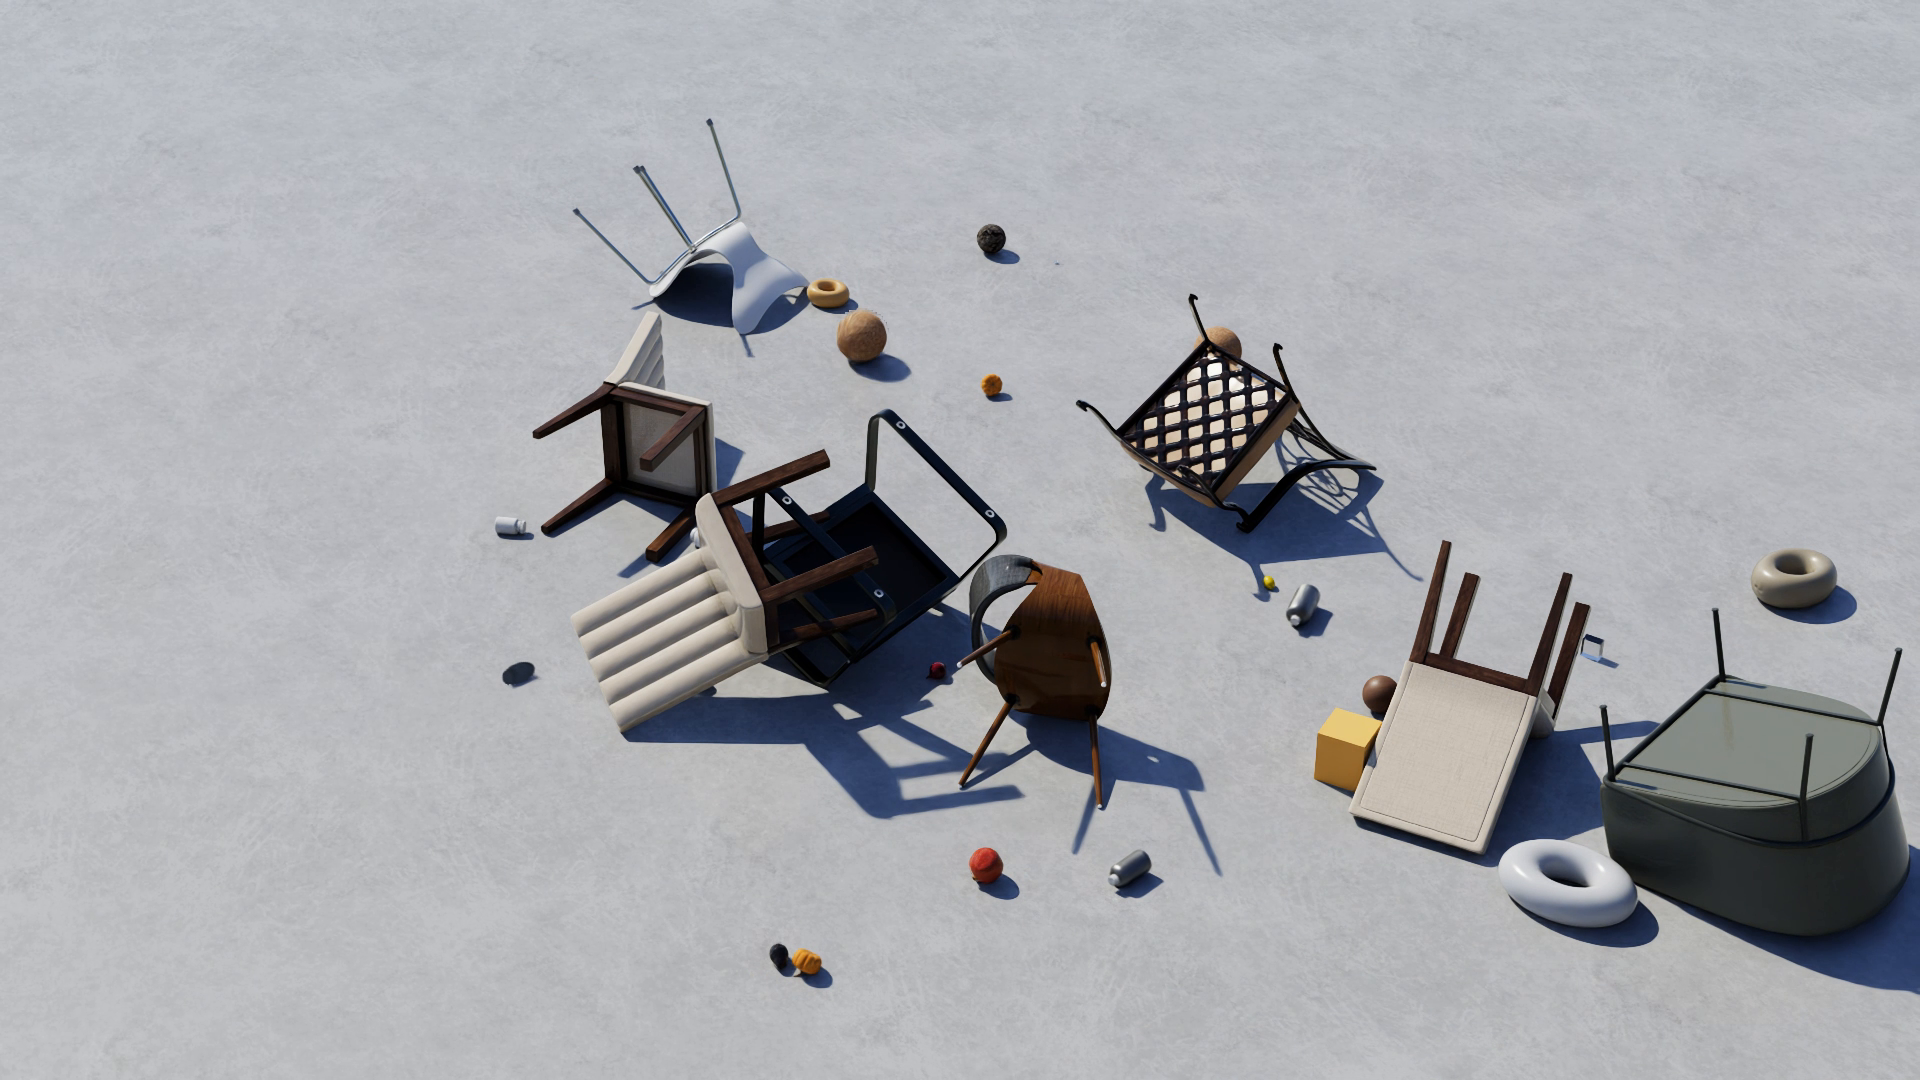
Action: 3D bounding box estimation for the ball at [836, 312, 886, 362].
[{"bbox_3d":[-0.405,-0.834,12.020,0.209,0.209,0.209,0,33,0],"label":"ball"}]

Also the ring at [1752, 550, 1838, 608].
[{"bbox_3d":[3.020,0.139,10.616,0.330,0.133,0.262,-14,34,-22],"label":"ring"}]

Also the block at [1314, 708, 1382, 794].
[{"bbox_3d":[1.285,0.697,9.712,0.165,0.192,0.157,17,37,23],"label":"block"}]

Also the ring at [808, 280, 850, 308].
[{"bbox_3d":[-0.560,-1.049,12.468,0.186,0.076,0.161,13,37,16],"label":"ring"}]

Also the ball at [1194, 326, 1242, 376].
[{"bbox_3d":[1.049,-0.770,11.934,0.197,0.197,0.197,0,33,0],"label":"ball"}]

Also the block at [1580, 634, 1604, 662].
[{"bbox_3d":[2.223,0.378,10.306,0.067,0.071,0.037,21,39,29],"label":"block"}]

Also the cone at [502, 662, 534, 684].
[{"bbox_3d":[-1.547,0.465,10.212,0.127,0.070,0.052,-24,6,-27],"label":"cone"}]

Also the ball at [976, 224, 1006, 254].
[{"bbox_3d":[0.137,-1.319,12.829,0.129,0.129,0.129,0,33,0],"label":"ball"}]

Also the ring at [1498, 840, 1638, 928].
[{"bbox_3d":[1.906,1.076,9.196,0.448,0.129,0.312,18,39,27],"label":"ring"}]
